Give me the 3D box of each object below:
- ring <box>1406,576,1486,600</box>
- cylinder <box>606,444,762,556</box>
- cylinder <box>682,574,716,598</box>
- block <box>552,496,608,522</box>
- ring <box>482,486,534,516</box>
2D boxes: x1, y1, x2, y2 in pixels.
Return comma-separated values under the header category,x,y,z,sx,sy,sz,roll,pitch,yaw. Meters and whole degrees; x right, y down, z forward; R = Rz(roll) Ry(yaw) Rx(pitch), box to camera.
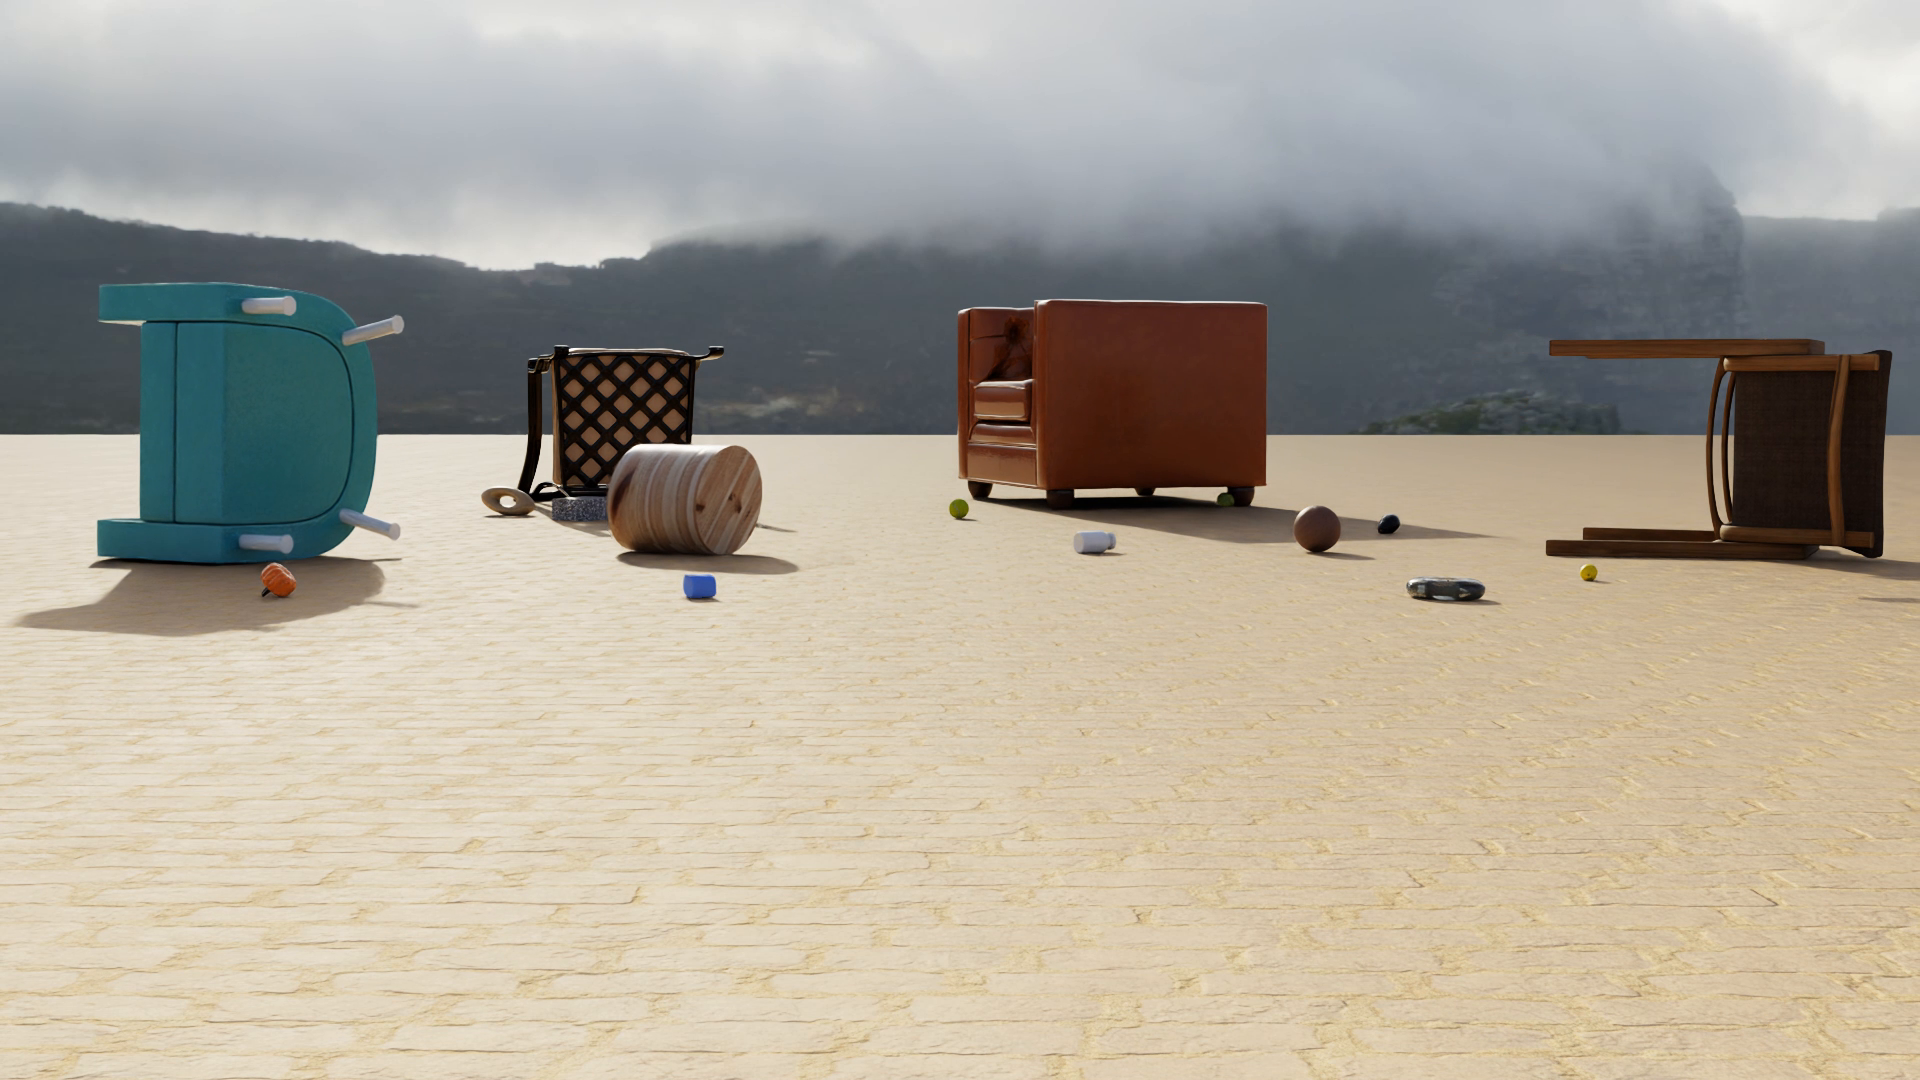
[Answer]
category,x,y,z,sx,sy,sz,roll,pitch,yaw
ring,1.041,0.104,4.718,0.132,0.044,0.184,-3,4,-42
cylinder,-0.756,-0.114,6.042,0.312,0.314,0.273,2,-36,32
cylinder,-0.561,0.098,4.737,0.053,0.050,0.062,-2,23,-28
block,-1.289,-0.108,7.588,0.147,0.074,0.196,2,4,25
ring,-1.613,-0.138,7.847,0.213,0.101,0.061,12,-4,17
